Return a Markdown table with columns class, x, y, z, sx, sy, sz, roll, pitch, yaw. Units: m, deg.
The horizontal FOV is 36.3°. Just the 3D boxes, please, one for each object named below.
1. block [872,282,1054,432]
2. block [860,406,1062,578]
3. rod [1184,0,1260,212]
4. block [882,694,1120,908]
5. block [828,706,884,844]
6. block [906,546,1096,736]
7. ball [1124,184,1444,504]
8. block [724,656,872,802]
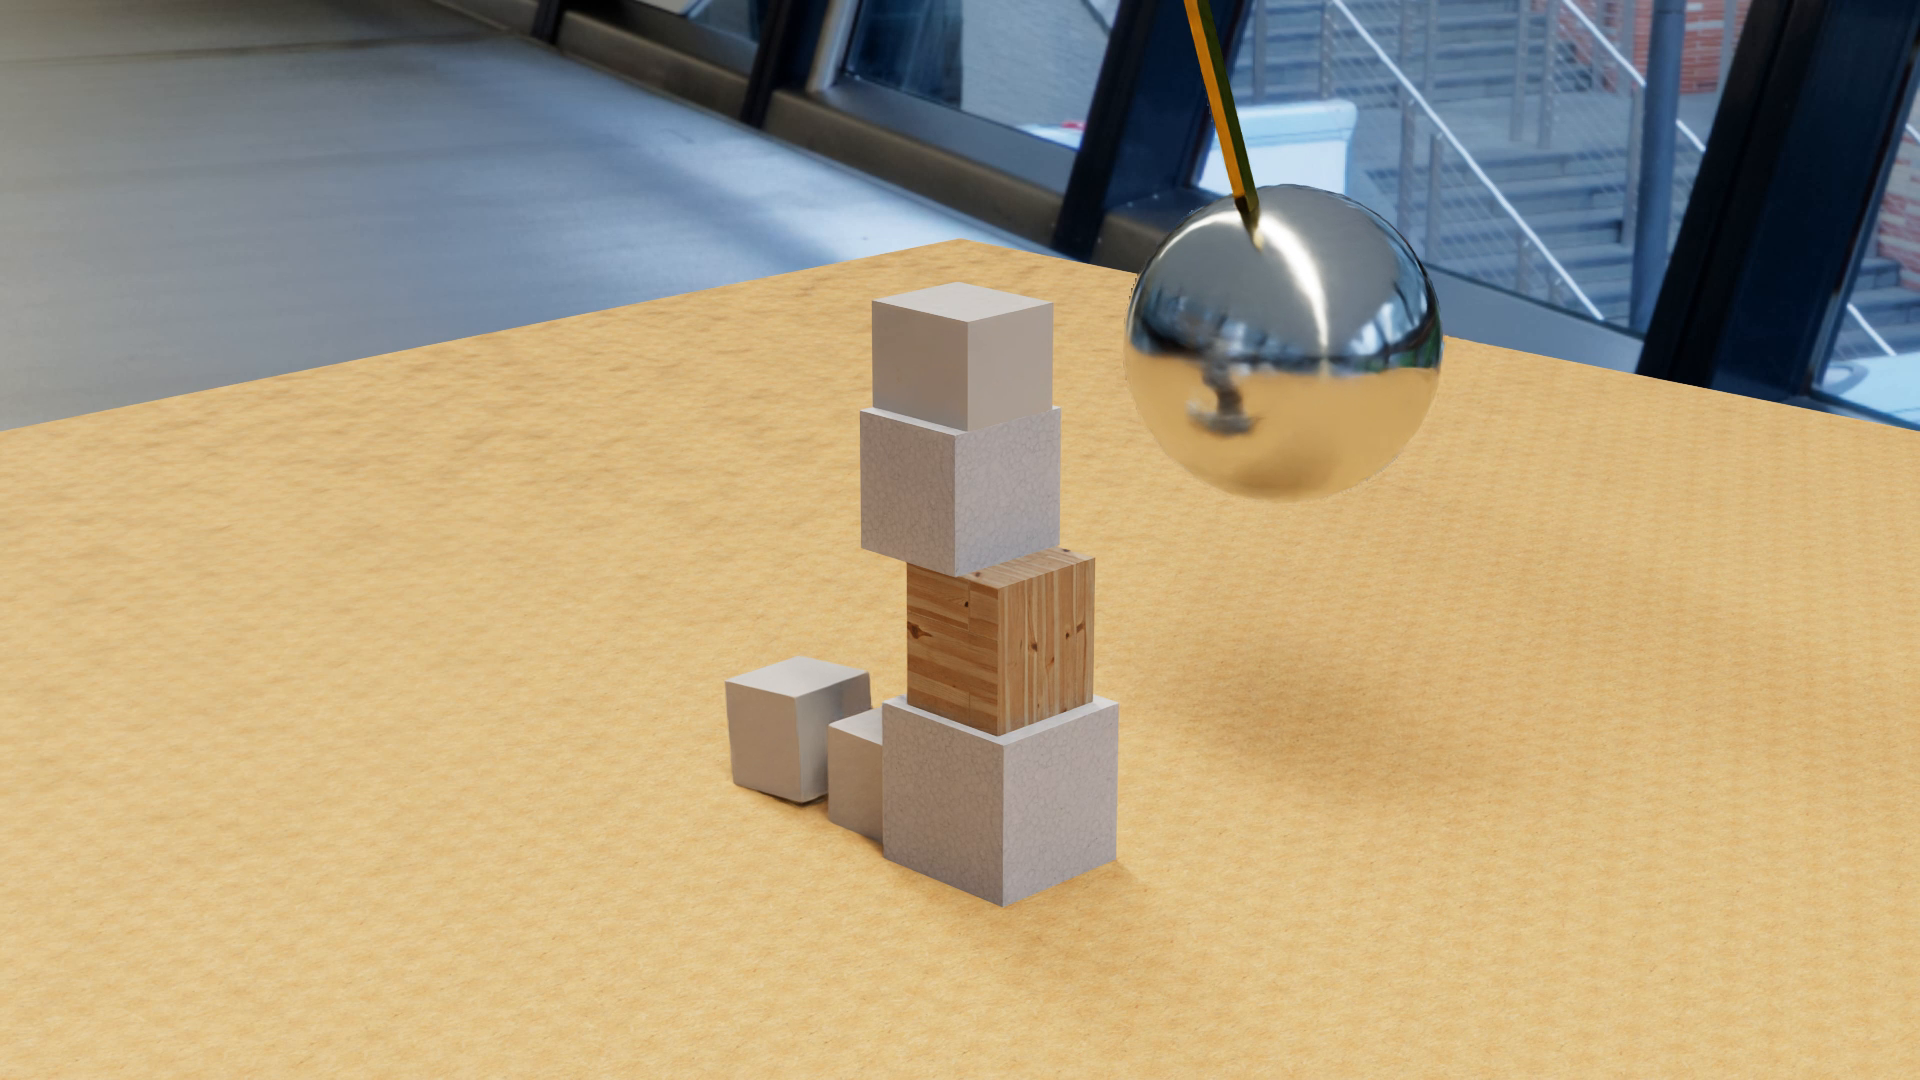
| class | x | y | z | sx | sy | sz | roll | pitch | yaw |
| --- | --- | --- | --- | --- | --- | --- | --- | --- | --- |
| block | 0.011 | -0.826 | 13.094 | 0.539 | 0.492 | 0.603 | -17 | 24 | -42 |
| block | 0.003 | -0.280 | 13.257 | 0.674 | 0.648 | 0.606 | -17 | 24 | -42 |
| rod | 0.703 | -3.705 | 12.914 | 0.080 | 5.200 | 0.080 | 17 | 46 | 42 |
| block | 0.185 | 1.111 | 13.514 | 0.756 | 0.776 | 0.776 | -17 | 24 | -42 |
| block | -0.276 | 1.110 | 13.984 | 0.512 | 0.496 | 0.490 | -17 | 24 | -42 |
| block | 0.184 | 0.414 | 13.284 | 0.627 | 0.692 | 0.575 | -17 | 24 | -42 |
| ball | 1.623 | -0.984 | 14.734 | 1.600 | 1.600 | 1.600 | 0 | 17 | 0 |
| block | -0.783 | 0.925 | 14.444 | 0.503 | 0.534 | 0.503 | 10 | 20 | 43 |
